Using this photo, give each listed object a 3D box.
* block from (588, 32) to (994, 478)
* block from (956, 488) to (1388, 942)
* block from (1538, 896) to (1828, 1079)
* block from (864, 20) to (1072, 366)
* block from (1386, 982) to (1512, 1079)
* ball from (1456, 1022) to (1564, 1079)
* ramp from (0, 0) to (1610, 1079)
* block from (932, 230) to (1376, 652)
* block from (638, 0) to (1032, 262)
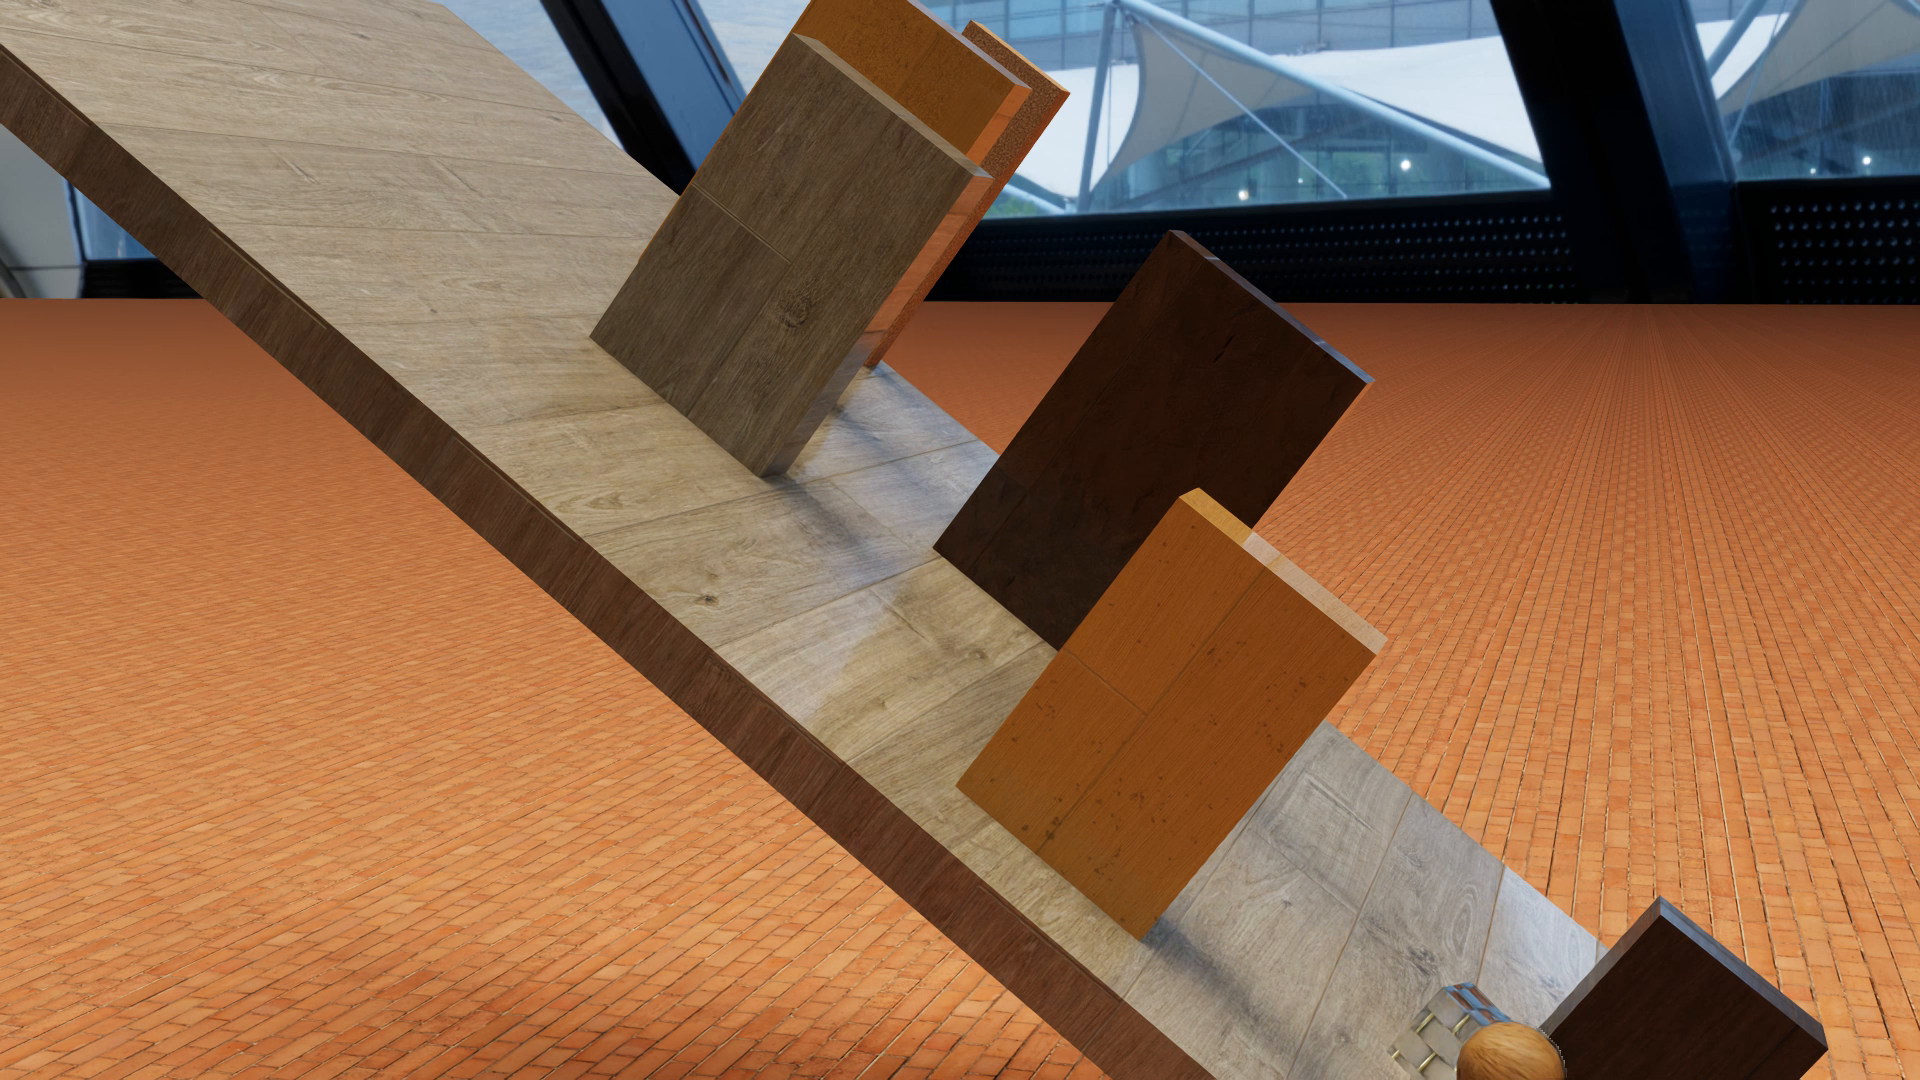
[{"bbox_3d":[-0.300,-0.493,3.855,0.406,0.650,0.126,39,16,9],"label":"block"},{"bbox_3d":[0.305,0.252,3.210,0.351,0.549,0.146,39,16,9],"label":"block"},{"bbox_3d":[1.010,0.809,3.279,0.295,0.465,0.106,39,16,9],"label":"block"},{"bbox_3d":[-0.083,-0.766,4.907,0.257,0.753,0.084,39,16,9],"label":"block"},{"bbox_3d":[0.783,0.794,3.441,0.138,0.138,0.138,45,18,28],"label":"block"},{"bbox_3d":[0.798,0.778,3.192,0.153,0.153,0.153,0,7,0],"label":"ball"},{"bbox_3d":[-0.050,0.108,4.063,4.000,0.100,2.000,39,16,9],"label":"ramp"},{"bbox_3d":[0.351,-0.138,4.064,0.449,0.740,0.132,39,16,9],"label":"block"},{"bbox_3d":[-0.259,-0.734,4.439,0.440,0.754,0.125,39,16,9],"label":"block"}]
